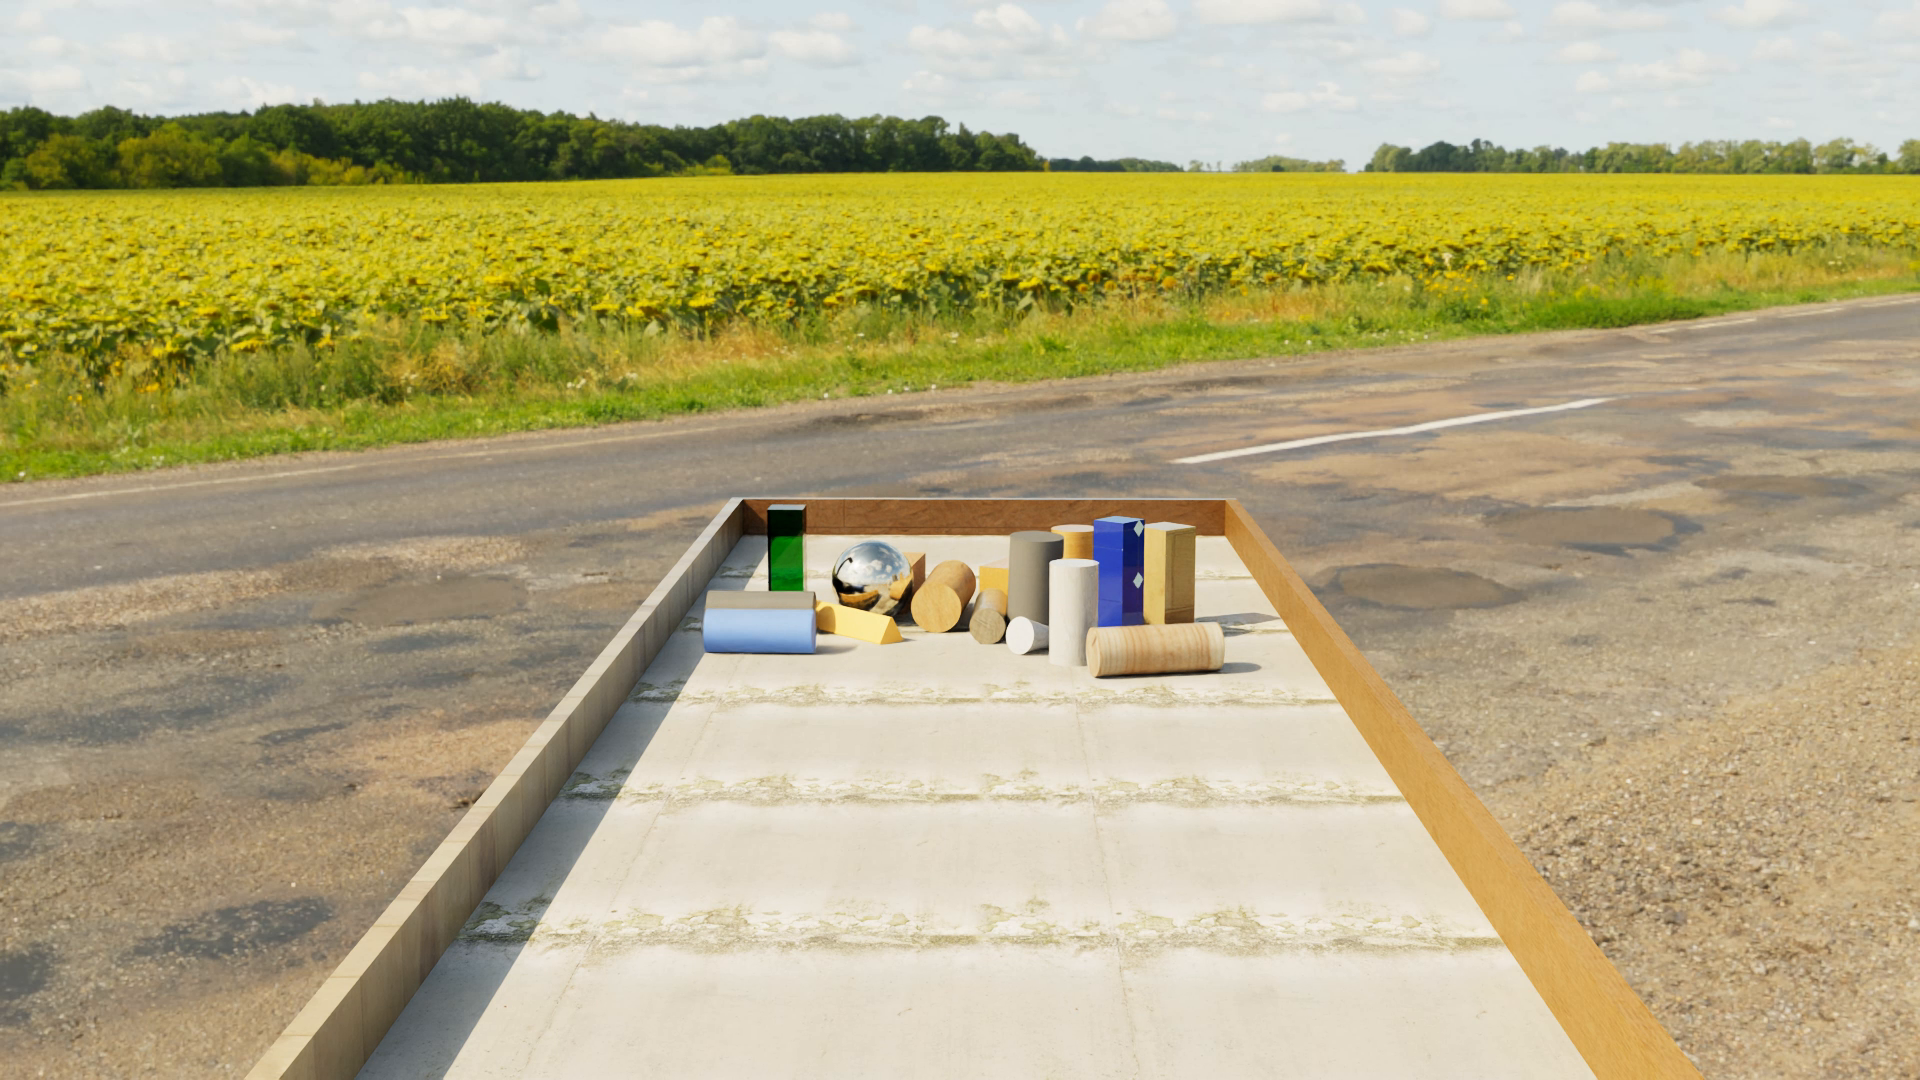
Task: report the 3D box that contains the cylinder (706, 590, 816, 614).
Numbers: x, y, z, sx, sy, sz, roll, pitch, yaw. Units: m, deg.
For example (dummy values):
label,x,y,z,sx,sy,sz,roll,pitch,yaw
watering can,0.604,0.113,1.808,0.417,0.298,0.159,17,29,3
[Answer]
label,x,y,z,sx,sy,sz,roll,pitch,yaw
cylinder,-0.642,0.232,7.122,0.344,0.133,0.133,0,9,2

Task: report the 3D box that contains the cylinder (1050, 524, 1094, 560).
label,x,y,z,sx,sy,sz,roll,pitch,yaw
cylinder,0.377,0.121,7.220,0.158,0.322,0.158,0,9,0

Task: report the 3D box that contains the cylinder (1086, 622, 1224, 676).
label,x,y,z,sx,sy,sz,roll,pitch,yaw
cylinder,0.577,0.323,6.505,0.383,0.146,0.146,-2,9,-13

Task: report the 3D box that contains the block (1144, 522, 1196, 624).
label,x,y,z,sx,sy,sz,roll,pitch,yaw
block,0.669,0.120,7.190,0.141,0.333,0.141,-8,12,-40

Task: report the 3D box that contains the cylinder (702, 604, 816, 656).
label,x,y,z,sx,sy,sz,roll,pitch,yaw
cylinder,-0.618,0.281,6.801,0.332,0.137,0.137,5,9,4

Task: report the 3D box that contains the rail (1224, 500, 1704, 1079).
label,x,y,z,sx,sy,sz,roll,pitch,yaw
rail,1.046,0.843,3.208,0.050,0.150,12.000,0,9,1

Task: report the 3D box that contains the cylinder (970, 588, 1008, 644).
label,x,y,z,sx,sy,sz,roll,pitch,yaw
cylinder,0.096,0.244,7.112,0.113,0.113,0.383,0,9,3

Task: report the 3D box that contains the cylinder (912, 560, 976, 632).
label,x,y,z,sx,sy,sz,roll,pitch,yaw
cylinder,-0.051,0.184,7.328,0.163,0.163,0.460,1,9,6

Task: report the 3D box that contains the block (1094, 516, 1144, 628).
label,x,y,z,sx,sy,sz,roll,pitch,yaw
block,0.500,0.130,6.929,0.115,0.394,0.115,8,12,40

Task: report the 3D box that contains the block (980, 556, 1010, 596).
label,x,y,z,sx,sy,sz,roll,pitch,yaw
block,0.242,0.150,7.504,0.175,0.175,0.437,5,10,27

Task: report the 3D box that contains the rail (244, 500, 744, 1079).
label,x,y,z,sx,sy,sz,roll,pitch,yaw
rail,-1.004,0.839,3.234,0.050,0.150,12.000,0,9,1

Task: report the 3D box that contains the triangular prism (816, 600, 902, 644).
label,x,y,z,sx,sy,sz,roll,pitch,yaw
triangular prism,-0.344,0.261,7.091,0.094,0.081,0.388,-8,12,-40

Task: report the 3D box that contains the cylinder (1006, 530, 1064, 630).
label,x,y,z,sx,sy,sz,roll,pitch,yaw
cylinder,0.239,0.148,7.004,0.172,0.326,0.172,2,12,0

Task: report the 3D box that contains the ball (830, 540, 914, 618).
label,x,y,z,sx,sy,sz,roll,pitch,yaw
ball,-0.290,0.136,7.277,0.274,0.274,0.274,0,9,0

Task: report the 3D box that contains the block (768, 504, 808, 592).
label,x,y,z,sx,sy,sz,roll,pitch,yaw
block,-0.566,0.085,7.222,0.116,0.391,0.116,0,9,2

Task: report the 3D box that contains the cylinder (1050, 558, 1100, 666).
label,x,y,z,sx,sy,sz,roll,pitch,yaw
cylinder,0.345,0.219,6.657,0.149,0.304,0.149,0,9,0

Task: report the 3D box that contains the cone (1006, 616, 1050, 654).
label,x,y,z,sx,sy,sz,roll,pitch,yaw
cone,0.292,0.306,6.891,0.117,0.117,0.311,9,2,44

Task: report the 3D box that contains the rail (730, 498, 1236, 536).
label,x,y,z,sx,sy,sz,roll,pitch,yaw
rail,0.099,-0.098,9.147,2.100,0.150,0.050,0,9,1

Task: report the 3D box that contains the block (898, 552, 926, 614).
label,x,y,z,sx,sy,sz,roll,pitch,yaw
block,-0.224,0.147,7.616,0.146,0.146,0.405,1,9,9
